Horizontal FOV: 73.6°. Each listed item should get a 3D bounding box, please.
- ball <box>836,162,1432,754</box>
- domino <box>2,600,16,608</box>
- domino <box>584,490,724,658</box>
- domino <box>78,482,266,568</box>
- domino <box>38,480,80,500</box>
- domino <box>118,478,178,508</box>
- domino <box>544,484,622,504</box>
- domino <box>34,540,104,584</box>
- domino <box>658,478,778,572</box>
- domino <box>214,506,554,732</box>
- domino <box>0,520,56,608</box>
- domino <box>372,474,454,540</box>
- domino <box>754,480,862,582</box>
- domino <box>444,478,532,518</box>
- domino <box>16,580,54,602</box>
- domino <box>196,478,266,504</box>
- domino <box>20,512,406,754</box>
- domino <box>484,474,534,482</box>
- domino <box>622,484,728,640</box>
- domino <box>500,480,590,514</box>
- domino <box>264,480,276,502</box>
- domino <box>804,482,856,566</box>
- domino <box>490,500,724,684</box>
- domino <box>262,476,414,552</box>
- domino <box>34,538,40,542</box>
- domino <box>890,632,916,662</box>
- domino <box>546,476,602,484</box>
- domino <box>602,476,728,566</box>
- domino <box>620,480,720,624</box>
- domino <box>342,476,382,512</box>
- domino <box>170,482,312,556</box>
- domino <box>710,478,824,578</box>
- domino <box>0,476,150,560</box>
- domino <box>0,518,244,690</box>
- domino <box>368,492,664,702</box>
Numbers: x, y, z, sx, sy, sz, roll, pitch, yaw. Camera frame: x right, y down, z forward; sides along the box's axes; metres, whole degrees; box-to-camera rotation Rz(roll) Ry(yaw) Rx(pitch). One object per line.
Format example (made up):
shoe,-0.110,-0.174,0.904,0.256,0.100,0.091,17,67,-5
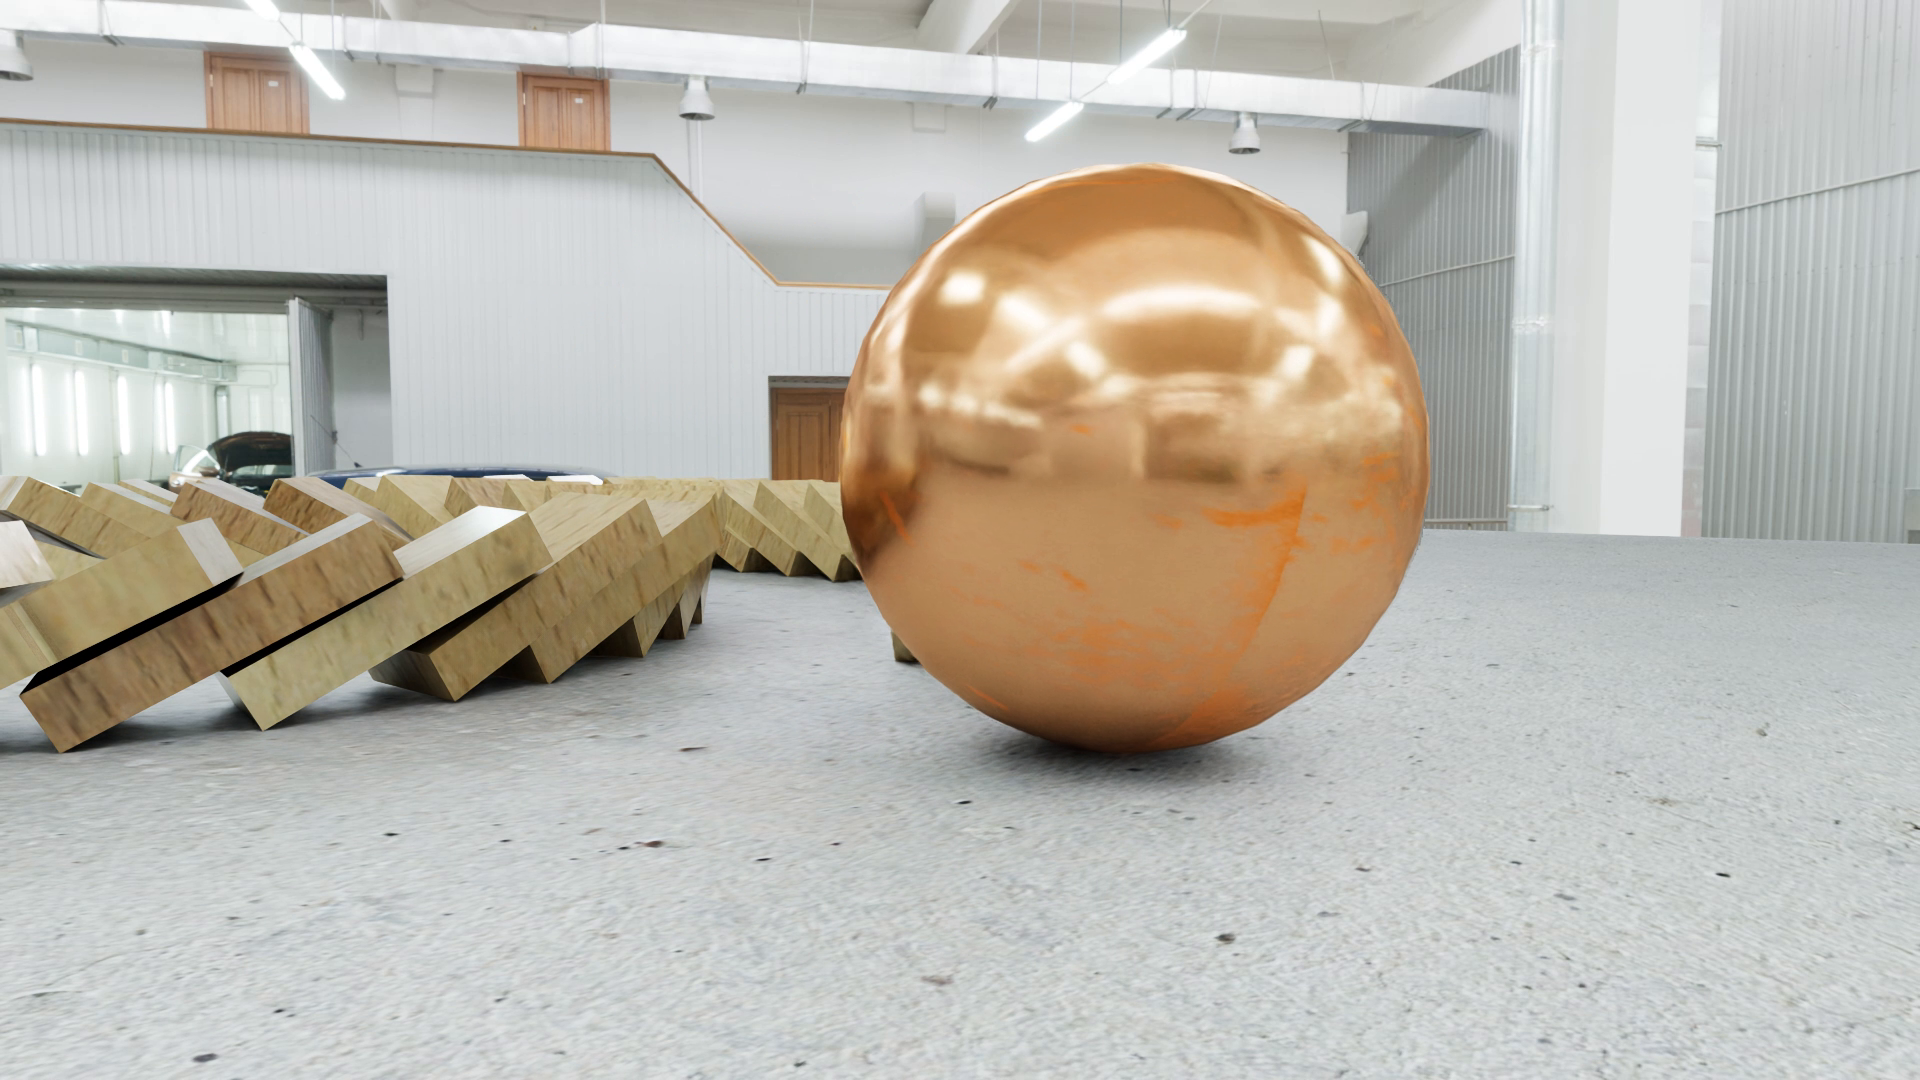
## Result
ball,0.023,-0.011,0.178,0.080,0.080,0.080,0,4,0
domino,-0.218,0.018,0.264,0.025,0.009,0.050,-1,5,-19
domino,-0.072,0.006,0.276,0.025,0.009,0.050,1,32,11
domino,-0.217,-0.001,0.361,0.050,0.009,0.025,27,-8,-18
domino,-0.276,-0.005,0.419,0.050,0.009,0.025,30,-15,-34
domino,-0.258,-0.005,0.436,0.050,0.010,0.025,26,-5,-20
domino,-0.091,0.001,0.340,0.025,0.009,0.050,-3,32,-33
domino,-0.240,0.004,0.313,0.025,0.009,0.050,-6,-20,25
domino,-0.081,-0.006,0.444,0.050,0.009,0.025,34,23,31
domino,-0.095,0.011,0.211,0.050,0.009,0.025,-35,24,-31
domino,-0.154,0.014,0.171,0.050,0.009,0.025,-28,5,-1
domino,-0.147,-0.003,0.380,0.050,0.009,0.025,34,16,22
domino,-0.043,-0.004,0.418,0.025,0.010,0.050,-4,31,-42
domino,-0.125,-0.002,0.371,0.050,0.009,0.025,38,24,33
domino,-0.234,0.006,0.288,0.025,0.009,0.050,-2,-20,2
domino,-0.238,-0.006,0.445,0.050,0.009,0.025,26,-4,-19
domino,-0.113,0.012,0.196,0.050,0.009,0.025,-32,19,-24
domino,-0.147,-0.008,0.465,0.050,0.010,0.025,28,10,10
domino,-0.072,0.004,0.299,0.025,0.009,0.050,1,33,2
domino,-0.107,0.000,0.358,0.025,0.009,0.050,-2,32,-40
domino,-0.216,-0.007,0.455,0.050,0.010,0.025,26,0,-10
domino,-0.026,-0.003,0.402,0.025,0.009,0.050,-3,31,-35
domino,-0.072,0.008,0.250,0.025,0.009,0.050,3,32,33
domino,-0.172,-0.002,0.373,0.050,0.009,0.025,29,2,-6
domino,-0.291,-0.003,0.401,0.025,0.009,0.050,4,-20,44
domino,0.001,0.002,0.262,0.025,0.050,0.010,0,-40,4
domino,-0.124,-0.008,0.462,0.050,0.009,0.025,30,15,19
domino,-0.102,-0.007,0.455,0.050,0.009,0.025,31,18,25
domino,-0.075,0.002,0.321,0.025,0.009,0.050,1,33,-6
domino,-0.193,-0.007,0.461,0.050,0.009,0.025,26,3,-3
domino,-0.196,-0.001,0.371,0.050,0.009,0.025,25,-4,-9
domino,-0.061,-0.005,0.432,0.025,0.010,0.050,-5,32,-47
domino,-0.226,0.000,0.336,0.025,0.010,0.050,3,-27,35
domino,-0.132,0.013,0.183,0.050,0.010,0.025,-30,14,-16
domino,-0.081,0.008,0.232,0.025,0.009,0.050,5,35,36
